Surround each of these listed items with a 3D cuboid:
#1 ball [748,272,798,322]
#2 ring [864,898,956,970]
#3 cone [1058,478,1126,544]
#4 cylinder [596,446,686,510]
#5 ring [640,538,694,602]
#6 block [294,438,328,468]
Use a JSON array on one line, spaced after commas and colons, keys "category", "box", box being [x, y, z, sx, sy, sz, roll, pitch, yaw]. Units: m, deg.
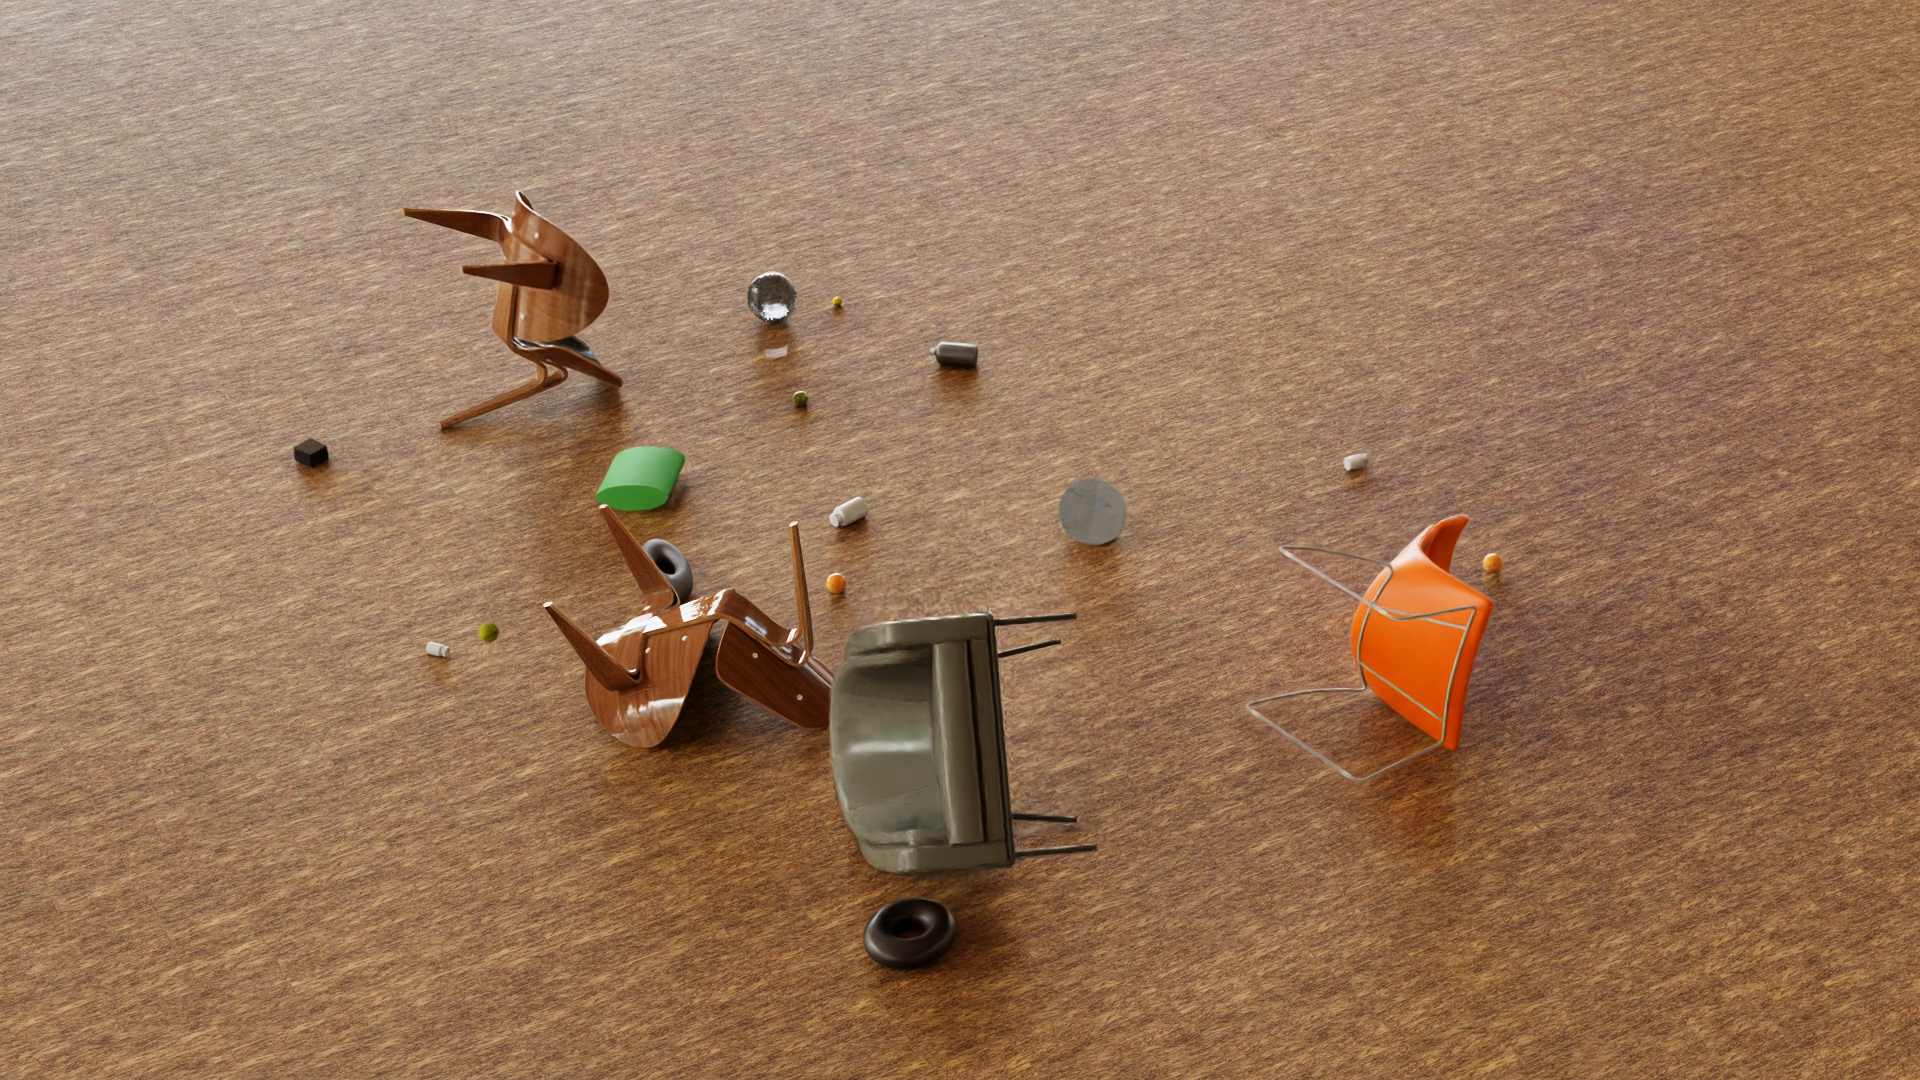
[{"category": "ball", "box": [-0.788, -1.019, 12.300, 0.209, 0.209, 0.209, 0, 33, 0]}, {"category": "ring", "box": [-0.155, 1.211, 9.025, 0.306, 0.091, 0.268, -28, 42, -35]}, {"category": "cone", "box": [0.524, -0.102, 11.006, 0.266, 0.246, 0.188, 20, 4, 18]}, {"category": "cylinder", "box": [-1.217, -0.235, 11.192, 0.285, 0.115, 0.281, -1, 33, 12]}, {"category": "ring", "box": [-1.073, 0.109, 10.701, 0.171, 0.087, 0.374, -11, 35, -19]}, {"category": "block", "box": [-2.523, -0.338, 11.402, 0.094, 0.061, 0.087, 23, 40, 31]}]
